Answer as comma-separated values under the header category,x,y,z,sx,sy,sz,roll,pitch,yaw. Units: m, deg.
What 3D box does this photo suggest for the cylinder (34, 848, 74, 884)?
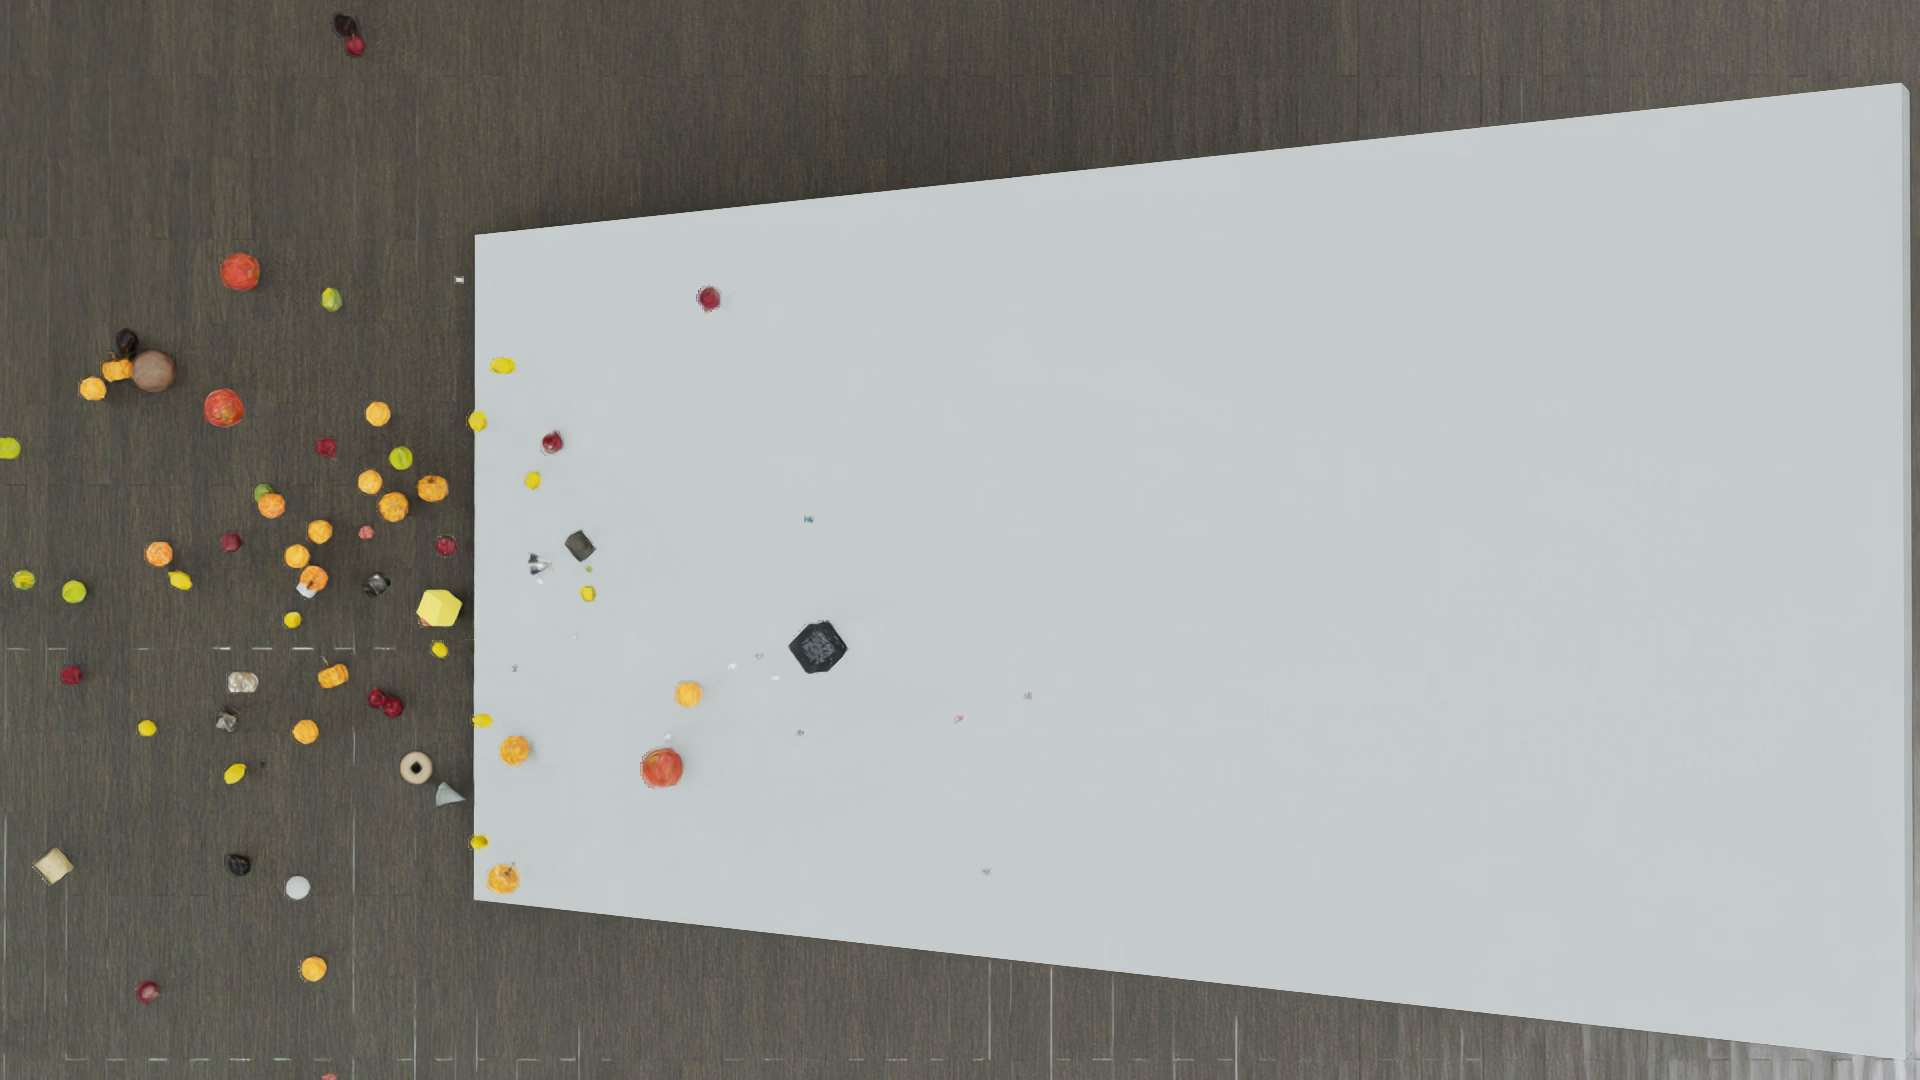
category,x,y,z,sx,sy,sz,roll,pitch,yaw
cylinder,-2.733,0.982,6.635,0.080,0.080,0.080,-38,101,0

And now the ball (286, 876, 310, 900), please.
category,x,y,z,sx,sy,sz,roll,pitch,yaw
ball,-2.006,1.053,6.661,0.070,0.070,0.070,0,89,0

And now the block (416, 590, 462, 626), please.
category,x,y,z,sx,sy,sz,roll,pitch,yaw
block,-1.572,0.205,6.641,0.081,0.081,0.081,35,108,28

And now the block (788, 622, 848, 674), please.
category,x,y,z,sx,sy,sz,roll,pitch,yaw
block,-0.379,0.289,5.886,0.094,0.094,0.094,-47,67,23

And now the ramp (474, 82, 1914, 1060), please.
category,x,y,z,sx,sy,sz,roll,pitch,yaw
ramp,0.261,0.072,5.603,4.000,0.100,2.000,0,89,32

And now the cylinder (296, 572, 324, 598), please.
category,x,y,z,sx,sy,sz,roll,pitch,yaw
cylinder,-1.969,0.135,6.664,0.057,0.057,0.057,42,104,0

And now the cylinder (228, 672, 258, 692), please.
category,x,y,z,sx,sy,sz,roll,pitch,yaw
cylinder,-2.157,0.428,6.615,0.062,0.062,0.062,-2,86,27

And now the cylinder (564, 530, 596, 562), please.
category,x,y,z,sx,sy,sz,roll,pitch,yaw
cylinder,-1.087,0.017,6.291,0.063,0.063,0.063,-41,77,0

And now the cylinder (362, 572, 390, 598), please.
category,x,y,z,sx,sy,sz,roll,pitch,yaw
cylinder,-1.763,0.136,6.644,0.058,0.058,0.058,43,54,0

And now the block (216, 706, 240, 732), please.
category,x,y,z,sx,sy,sz,roll,pitch,yaw
block,-2.216,0.541,6.653,0.052,0.052,0.052,24,103,-23

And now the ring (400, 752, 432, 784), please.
category,x,y,z,sx,sy,sz,roll,pitch,yaw
ring,-1.652,0.693,6.682,0.098,0.033,0.098,0,88,2

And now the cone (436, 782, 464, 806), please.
category,x,y,z,sx,sy,sz,roll,pitch,yaw
cone,-1.531,0.775,6.638,0.077,0.077,0.077,13,89,6
